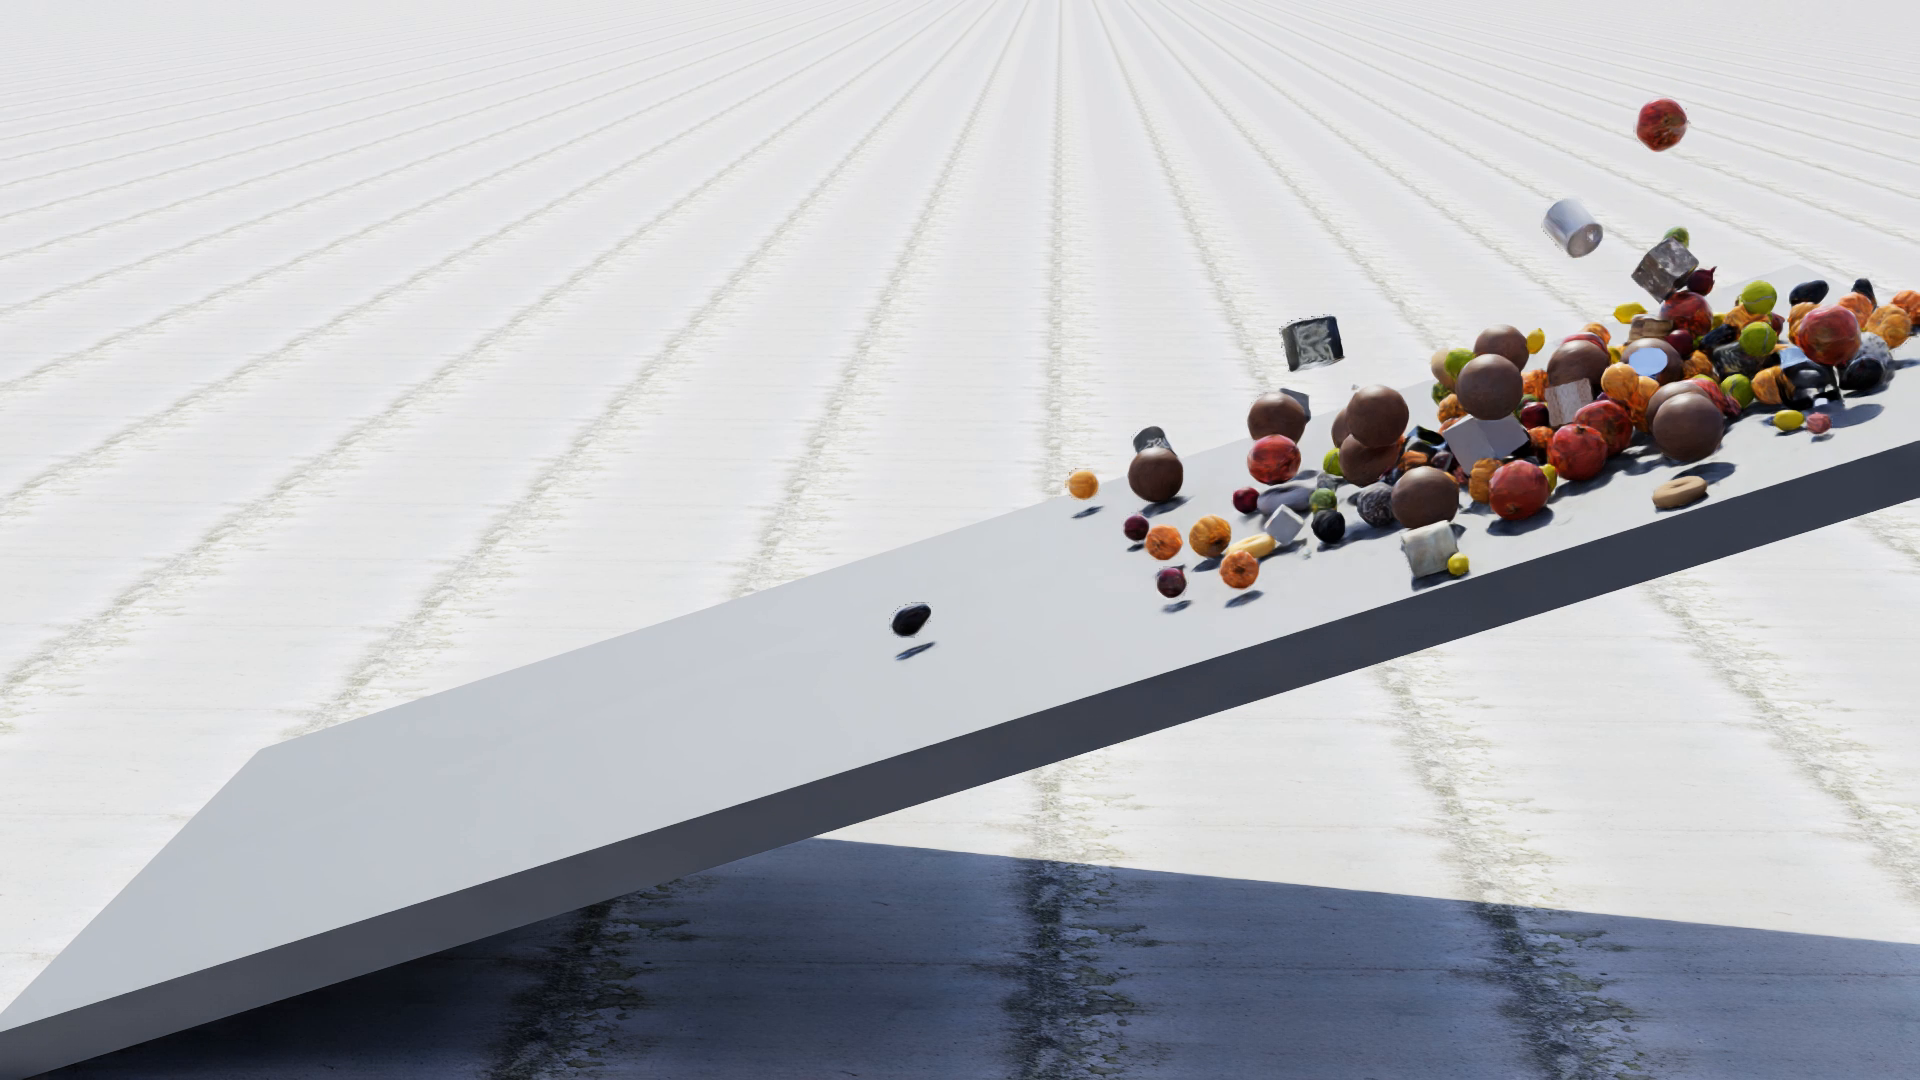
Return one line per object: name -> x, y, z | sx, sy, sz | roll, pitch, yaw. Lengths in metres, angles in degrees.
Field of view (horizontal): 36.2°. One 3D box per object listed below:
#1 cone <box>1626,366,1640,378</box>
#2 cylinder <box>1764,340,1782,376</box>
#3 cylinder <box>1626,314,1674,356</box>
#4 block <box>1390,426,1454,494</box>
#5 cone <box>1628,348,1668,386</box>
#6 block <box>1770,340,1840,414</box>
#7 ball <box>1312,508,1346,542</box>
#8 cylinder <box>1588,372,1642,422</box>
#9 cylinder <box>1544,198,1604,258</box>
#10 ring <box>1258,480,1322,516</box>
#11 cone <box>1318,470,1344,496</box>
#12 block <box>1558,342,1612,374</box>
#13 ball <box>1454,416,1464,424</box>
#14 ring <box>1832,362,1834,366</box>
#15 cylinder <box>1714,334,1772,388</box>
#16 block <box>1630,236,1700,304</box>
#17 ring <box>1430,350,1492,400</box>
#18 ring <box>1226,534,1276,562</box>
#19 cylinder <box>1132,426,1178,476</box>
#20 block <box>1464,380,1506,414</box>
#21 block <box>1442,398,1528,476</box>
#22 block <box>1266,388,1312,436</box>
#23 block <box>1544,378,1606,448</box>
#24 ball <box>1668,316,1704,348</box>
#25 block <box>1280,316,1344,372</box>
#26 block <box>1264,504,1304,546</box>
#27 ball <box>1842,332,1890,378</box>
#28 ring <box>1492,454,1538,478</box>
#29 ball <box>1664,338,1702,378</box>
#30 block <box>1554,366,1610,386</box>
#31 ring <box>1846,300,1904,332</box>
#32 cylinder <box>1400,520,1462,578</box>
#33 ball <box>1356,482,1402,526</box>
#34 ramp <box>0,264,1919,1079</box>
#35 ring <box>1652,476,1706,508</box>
cone -> 1.492, -0.369, 6.402 | 0.058, 0.058, 0.058 | -11, 30, -43
cylinder -> 1.643, -0.367, 6.014 | 0.070, 0.070, 0.070 | -14, 5, 24
cylinder -> 1.428, -0.419, 6.091 | 0.083, 0.083, 0.083 | 8, 10, -1
block -> 0.947, -0.164, 5.998 | 0.093, 0.093, 0.093 | 26, 25, 13
cone -> 1.379, -0.331, 5.876 | 0.077, 0.077, 0.077 | -11, 47, 12
block -> 1.629, -0.315, 5.669 | 0.095, 0.095, 0.095 | -17, 19, 7
ball -> 0.733, -0.029, 5.847 | 0.068, 0.068, 0.068 | 0, 12, 0
cylinder -> 1.347, -0.295, 6.089 | 0.093, 0.093, 0.093 | -8, 3, 45
cylinder -> 1.313, -0.669, 6.296 | 0.092, 0.092, 0.092 | -6, 45, -27
ring -> 0.702, -0.089, 6.253 | 0.146, 0.049, 0.146 | -16, 11, 3
cone -> 0.794, -0.124, 6.215 | 0.055, 0.055, 0.055 | -6, 13, -37
block -> 1.378, -0.379, 6.481 | 0.087, 0.087, 0.087 | -18, 10, 2
ball -> 1.088, -0.235, 6.311 | 0.062, 0.062, 0.062 | 0, 12, 0
ring -> 1.652, -0.344, 5.757 | 0.111, 0.037, 0.111 | 9, -25, 4
cylinder -> 1.555, -0.354, 5.843 | 0.087, 0.087, 0.087 | -17, 3, 28
block -> 1.484, -0.569, 6.185 | 0.084, 0.084, 0.084 | -33, 70, -31
ring -> 1.078, -0.356, 6.329 | 0.149, 0.050, 0.149 | 25, 28, -14
ring -> 0.588, 0.017, 5.946 | 0.105, 0.035, 0.105 | -20, 7, 3
cylinder -> 0.466, -0.213, 7.036 | 0.083, 0.083, 0.083 | -4, 48, -21
block -> 1.175, -0.319, 6.589 | 0.062, 0.062, 0.062 | -24, 12, -26
block -> 1.038, -0.204, 5.814 | 0.100, 0.100, 0.100 | -32, 2, -36
block -> 0.742, -0.289, 6.636 | 0.069, 0.069, 0.069 | 14, 48, -19
block -> 1.246, -0.256, 5.961 | 0.091, 0.091, 0.091 | -15, -32, 18
ball -> 1.575, -0.442, 6.433 | 0.099, 0.099, 0.099 | 0, 12, 0
block -> 0.731, -0.406, 6.095 | 0.090, 0.090, 0.090 | -10, -5, -13
block -> 0.656, -0.030, 5.951 | 0.057, 0.057, 0.057 | 38, 15, -2
ball -> 1.763, -0.360, 5.724 | 0.088, 0.088, 0.088 | 0, 12, 0
ring -> 1.115, -0.148, 5.905 | 0.094, 0.031, 0.094 | -17, 11, 3
ball -> 1.535, -0.387, 6.256 | 0.086, 0.086, 0.086 | 0, 12, 0
block -> 1.333, -0.318, 6.259 | 0.083, 0.083, 0.083 | -23, 12, -24
ring -> 1.913, -0.467, 6.147 | 0.123, 0.041, 0.123 | -18, 12, 4
cylinder -> 0.857, 0.017, 5.349 | 0.086, 0.086, 0.086 | -18, 11, 4
ball -> 0.832, -0.070, 5.833 | 0.088, 0.088, 0.088 | 0, 12, 0
ramp -> 0.103, 0.182, 6.309 | 4.000, 0.100, 2.000 | -17, 11, 5
ring -> 1.292, -0.086, 5.282 | 0.098, 0.033, 0.098 | -19, 10, 4
